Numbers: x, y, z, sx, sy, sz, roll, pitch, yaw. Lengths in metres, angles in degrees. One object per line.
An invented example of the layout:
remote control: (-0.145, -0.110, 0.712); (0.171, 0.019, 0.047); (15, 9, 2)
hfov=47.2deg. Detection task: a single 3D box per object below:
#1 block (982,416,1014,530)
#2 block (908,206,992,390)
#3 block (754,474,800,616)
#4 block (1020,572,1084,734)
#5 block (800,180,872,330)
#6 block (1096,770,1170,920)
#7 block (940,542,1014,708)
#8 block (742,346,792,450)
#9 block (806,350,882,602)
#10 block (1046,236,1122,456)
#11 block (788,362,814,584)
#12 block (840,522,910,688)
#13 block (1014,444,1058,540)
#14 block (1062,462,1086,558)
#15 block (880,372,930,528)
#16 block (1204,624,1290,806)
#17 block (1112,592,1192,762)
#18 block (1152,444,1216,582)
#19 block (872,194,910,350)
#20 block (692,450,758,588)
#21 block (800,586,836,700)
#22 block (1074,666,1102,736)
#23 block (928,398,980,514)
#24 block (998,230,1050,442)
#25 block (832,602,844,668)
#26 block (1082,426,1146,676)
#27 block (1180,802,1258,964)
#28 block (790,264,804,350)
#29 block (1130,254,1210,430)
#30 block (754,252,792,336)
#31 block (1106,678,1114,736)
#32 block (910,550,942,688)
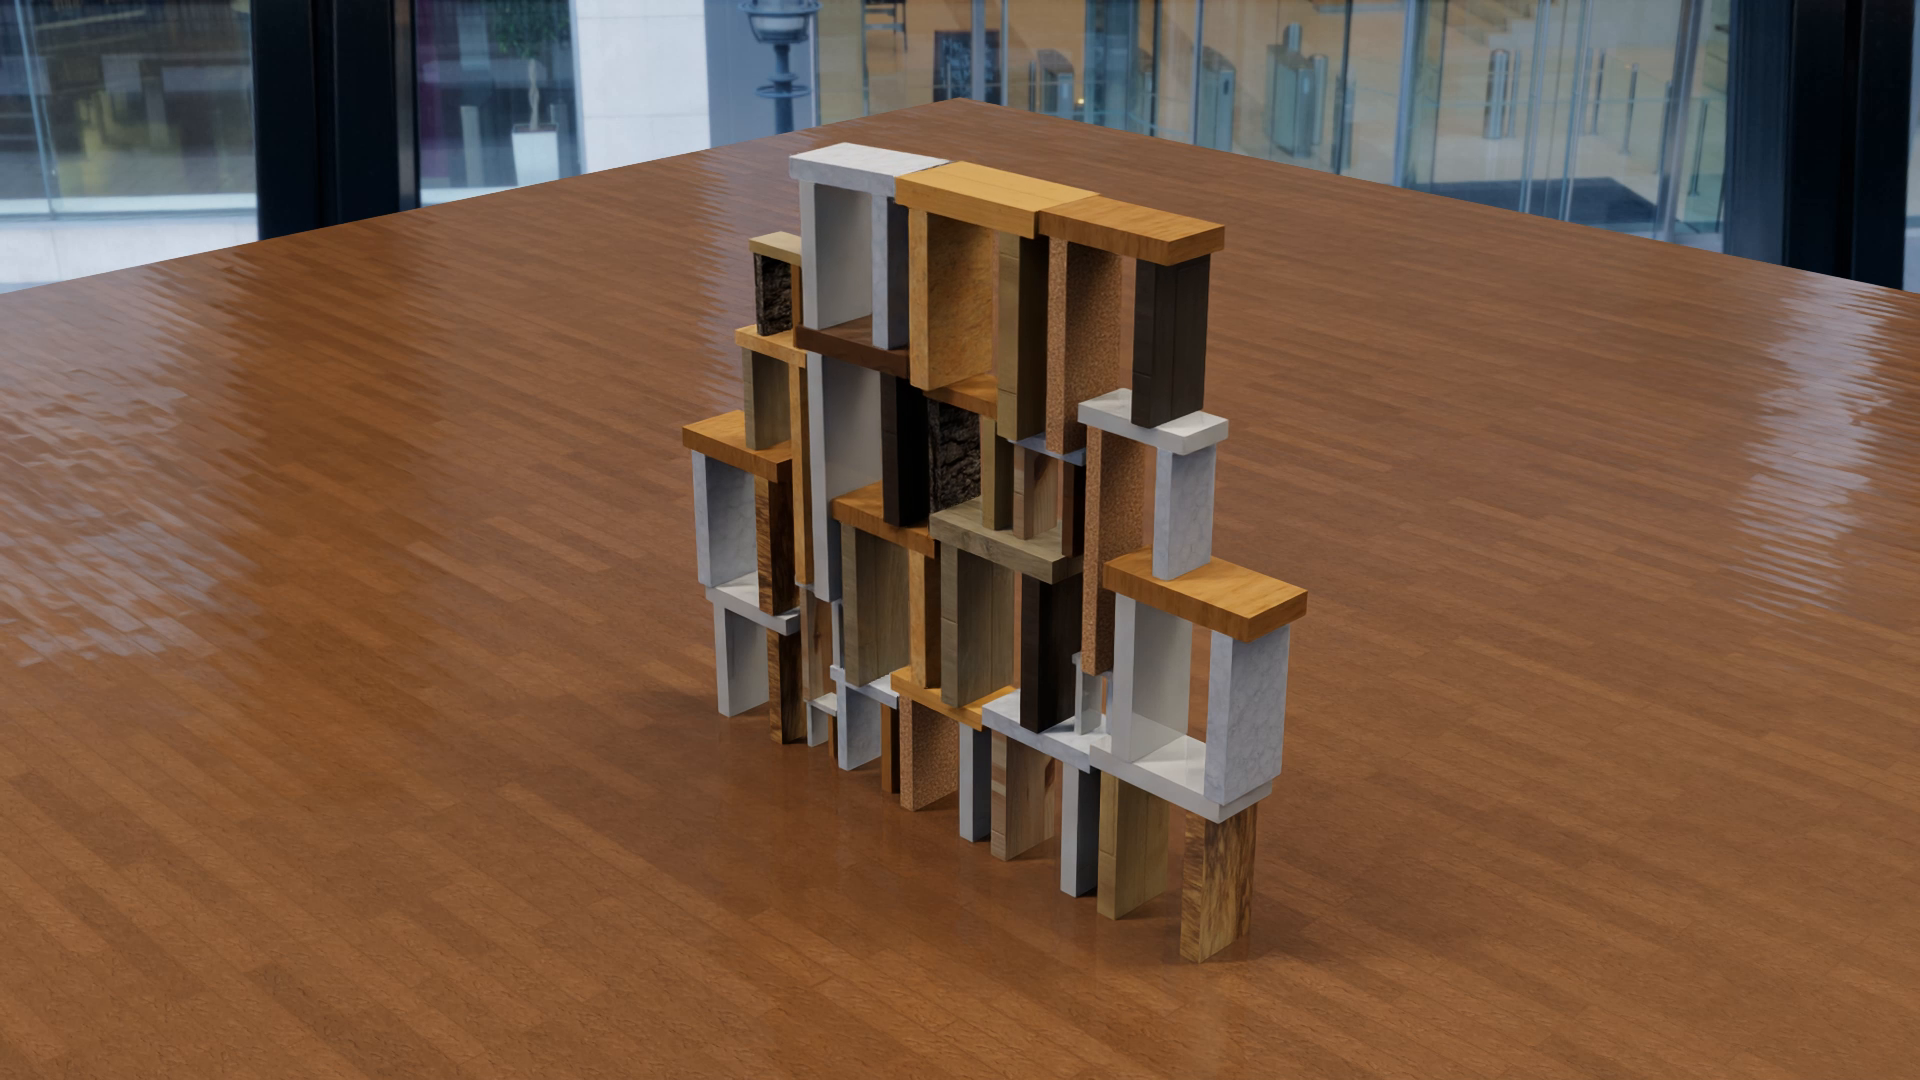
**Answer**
block: (0.090, -0.135, 4.075); (0.030, 0.214, 0.107); (21, 31, 40)
block: (-0.016, -0.460, 4.053); (0.048, 0.339, 0.170); (22, 32, 40)
block: (-0.353, -0.009, 4.610); (0.043, 0.307, 0.153); (21, 31, 41)
block: (0.184, 0.189, 4.103); (0.044, 0.314, 0.157); (21, 31, 41)
block: (-0.238, -0.561, 4.230); (0.041, 0.290, 0.145); (21, 32, 40)
block: (0.325, 0.543, 4.096); (0.151, 0.301, 0.043); (-21, 31, -41)
block: (0.035, 0.143, 4.244); (0.044, 0.339, 0.157); (21, 31, 40)
block: (-0.392, -0.302, 4.519); (0.031, 0.218, 0.109); (21, 31, 40)
block: (-0.227, -0.143, 4.401); (0.043, 0.527, 0.153); (21, 31, 40)
block: (0.217, -0.351, 3.835); (0.144, 0.386, 0.041); (-21, 31, -41)
block: (-0.290, -0.144, 4.473); (0.031, 0.474, 0.109); (21, 31, 40)
block: (-0.171, 0.113, 4.459); (0.041, 0.350, 0.144); (20, 30, 40)
block: (0.139, -0.100, 4.034); (0.026, 0.182, 0.091); (21, 31, 41)
block: (0.225, -0.066, 3.955); (0.026, 0.182, 0.091); (21, 31, 41)
block: (-0.080, -0.192, 4.225); (0.043, 0.306, 0.153); (21, 31, 40)
block: (0.497, 0.283, 3.802); (0.161, 0.321, 0.046); (-21, 31, -41)
block: (0.345, 0.224, 3.941); (0.161, 0.321, 0.046); (-21, 31, -41)
block: (0.385, -0.058, 3.775); (0.118, 0.237, 0.034); (-21, 31, -41)
block: (-0.098, -0.514, 4.105); (0.041, 0.290, 0.145); (21, 31, 39)
block: (-0.498, -0.065, 4.743); (0.043, 0.307, 0.153); (21, 31, 41)
block: (-0.299, 0.209, 4.636); (0.021, 0.260, 0.074); (21, 31, 40)
block: (0.240, 0.289, 4.088); (0.057, 0.141, 0.016); (-21, 31, -41)
block: (-0.010, -0.150, 4.181); (0.030, 0.270, 0.107); (20, 31, 41)
block: (0.144, -0.378, 3.910); (0.048, 0.376, 0.170); (22, 31, 40)
block: (-0.229, 0.184, 4.549); (0.074, 0.148, 0.021); (-21, 31, -40)
block: (0.274, 0.007, 3.924); (0.118, 0.474, 0.034); (-21, 31, -40)
block: (0.467, 0.598, 3.965); (0.043, 0.301, 0.151); (21, 31, 41)
block: (-0.291, -0.469, 4.336); (0.085, 0.169, 0.024); (-21, 31, -40)
block: (0.354, -0.343, 3.690); (0.041, 0.287, 0.144); (21, 31, 40)
block: (-0.370, -0.500, 4.410); (0.085, 0.169, 0.024); (-21, 31, -40)
block: (0.293, 0.297, 4.033); (0.057, 0.113, 0.016); (-21, 31, -40)
block: (-0.033, 0.135, 4.328); (0.041, 0.287, 0.144); (21, 31, 40)
